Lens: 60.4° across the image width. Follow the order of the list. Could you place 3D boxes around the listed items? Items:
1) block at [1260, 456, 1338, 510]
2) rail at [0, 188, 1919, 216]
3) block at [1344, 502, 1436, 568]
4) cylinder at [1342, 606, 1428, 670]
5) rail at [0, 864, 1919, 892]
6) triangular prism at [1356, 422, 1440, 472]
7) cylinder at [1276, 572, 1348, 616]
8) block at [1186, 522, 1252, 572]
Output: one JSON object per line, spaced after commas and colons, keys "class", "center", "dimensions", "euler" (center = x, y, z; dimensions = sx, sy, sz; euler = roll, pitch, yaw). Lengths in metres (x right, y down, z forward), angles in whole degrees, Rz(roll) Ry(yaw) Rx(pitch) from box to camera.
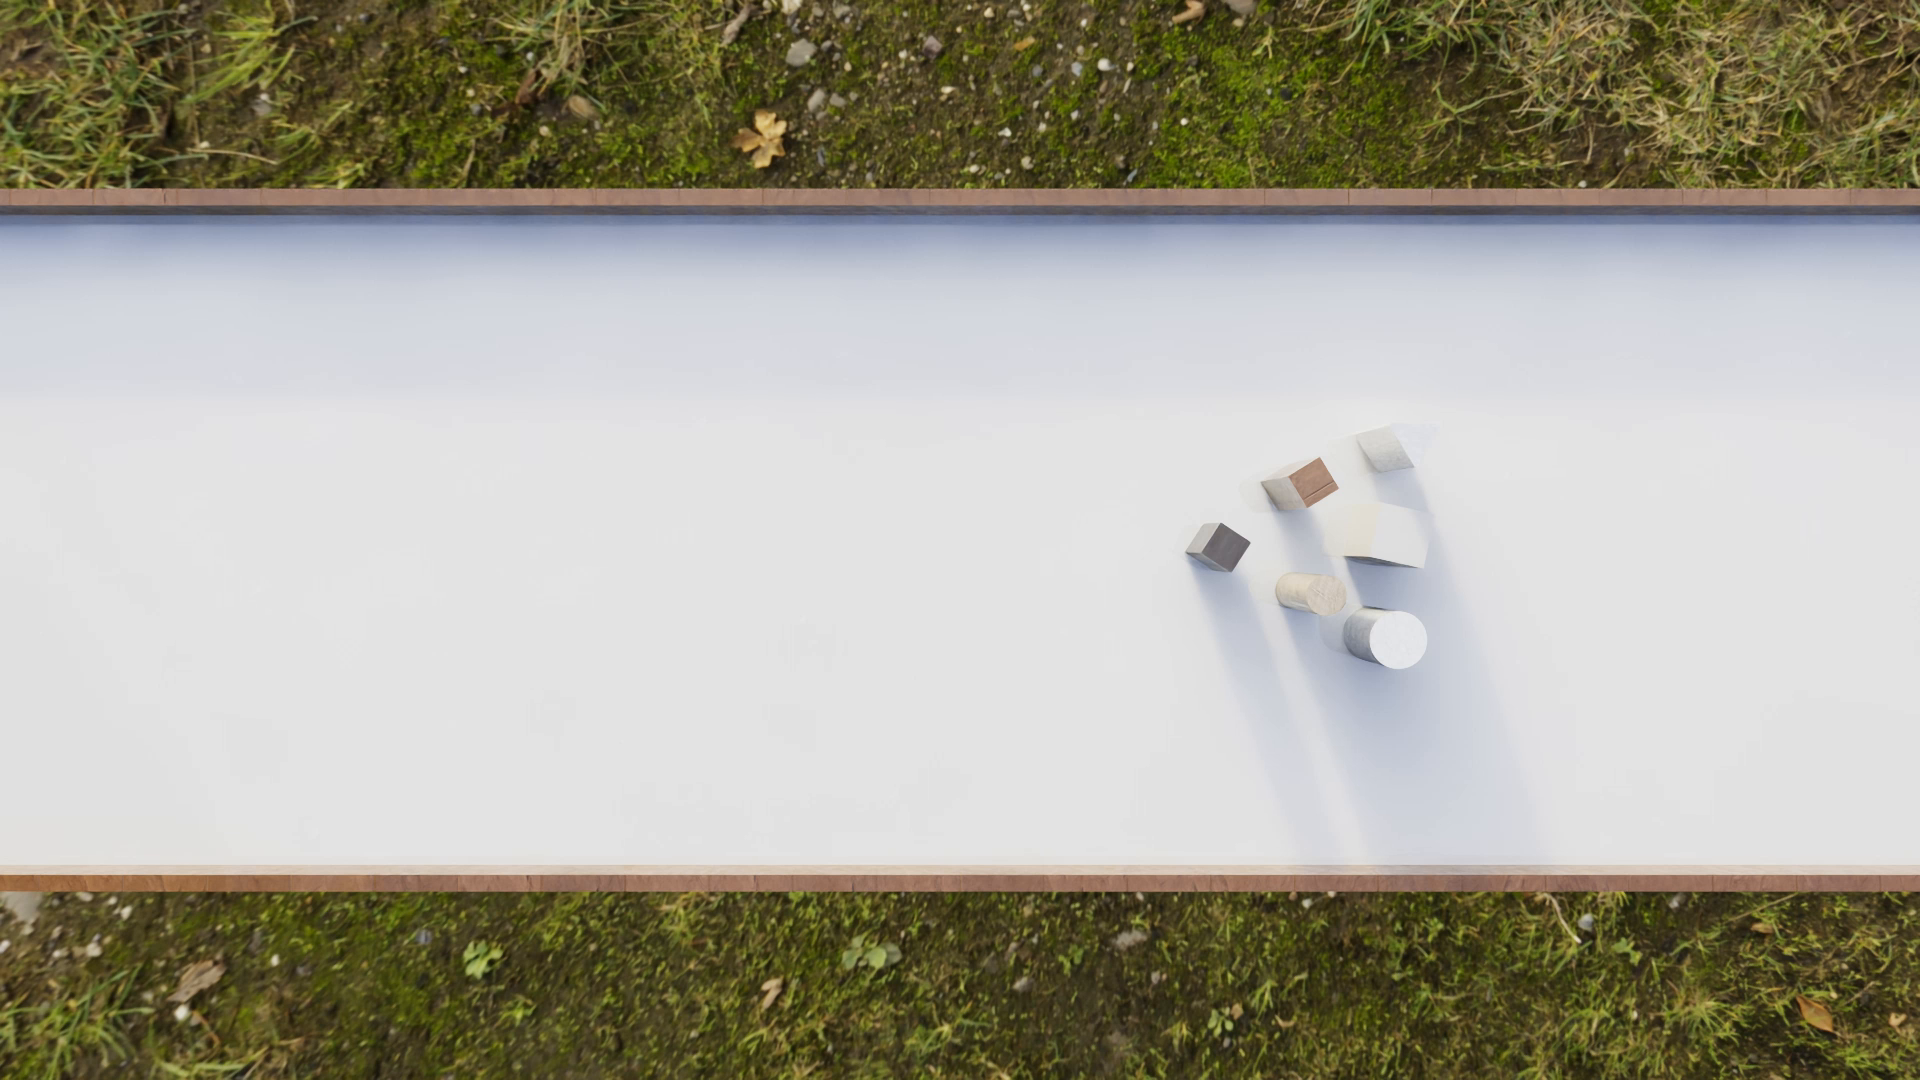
{"class": "block", "center": [0.996, -0.162, 4.861], "dimensions": [0.105, 0.431, 0.105], "euler": [-32, 90, 0]}
{"class": "rail", "center": [-2.247, -1.025, 5.002], "dimensions": [12.000, 0.150, 0.050], "euler": [0, 90, 0]}
{"class": "block", "center": [1.275, -0.013, 4.916], "dimensions": [0.160, 0.321, 0.160], "euler": [13, 90, 0]}
{"class": "cylinder", "center": [1.261, 0.288, 4.910], "dimensions": [0.166, 0.334, 0.166], "euler": [0, 90, 0]}
{"class": "rail", "center": [-2.247, 1.025, 5.001], "dimensions": [12.000, 0.150, 0.050], "euler": [0, 90, 0]}
{"class": "triangular prism", "center": [1.307, -0.300, 4.872], "dimensions": [0.124, 0.409, 0.143], "euler": [-31, 90, 0]}
{"class": "cylinder", "center": [1.027, 0.155, 4.847], "dimensions": [0.114, 0.459, 0.114], "euler": [0, 90, 0]}
{"class": "block", "center": [0.765, 0.022, 4.906], "dimensions": [0.105, 0.341, 0.105], "euler": [33, 90, 0]}
